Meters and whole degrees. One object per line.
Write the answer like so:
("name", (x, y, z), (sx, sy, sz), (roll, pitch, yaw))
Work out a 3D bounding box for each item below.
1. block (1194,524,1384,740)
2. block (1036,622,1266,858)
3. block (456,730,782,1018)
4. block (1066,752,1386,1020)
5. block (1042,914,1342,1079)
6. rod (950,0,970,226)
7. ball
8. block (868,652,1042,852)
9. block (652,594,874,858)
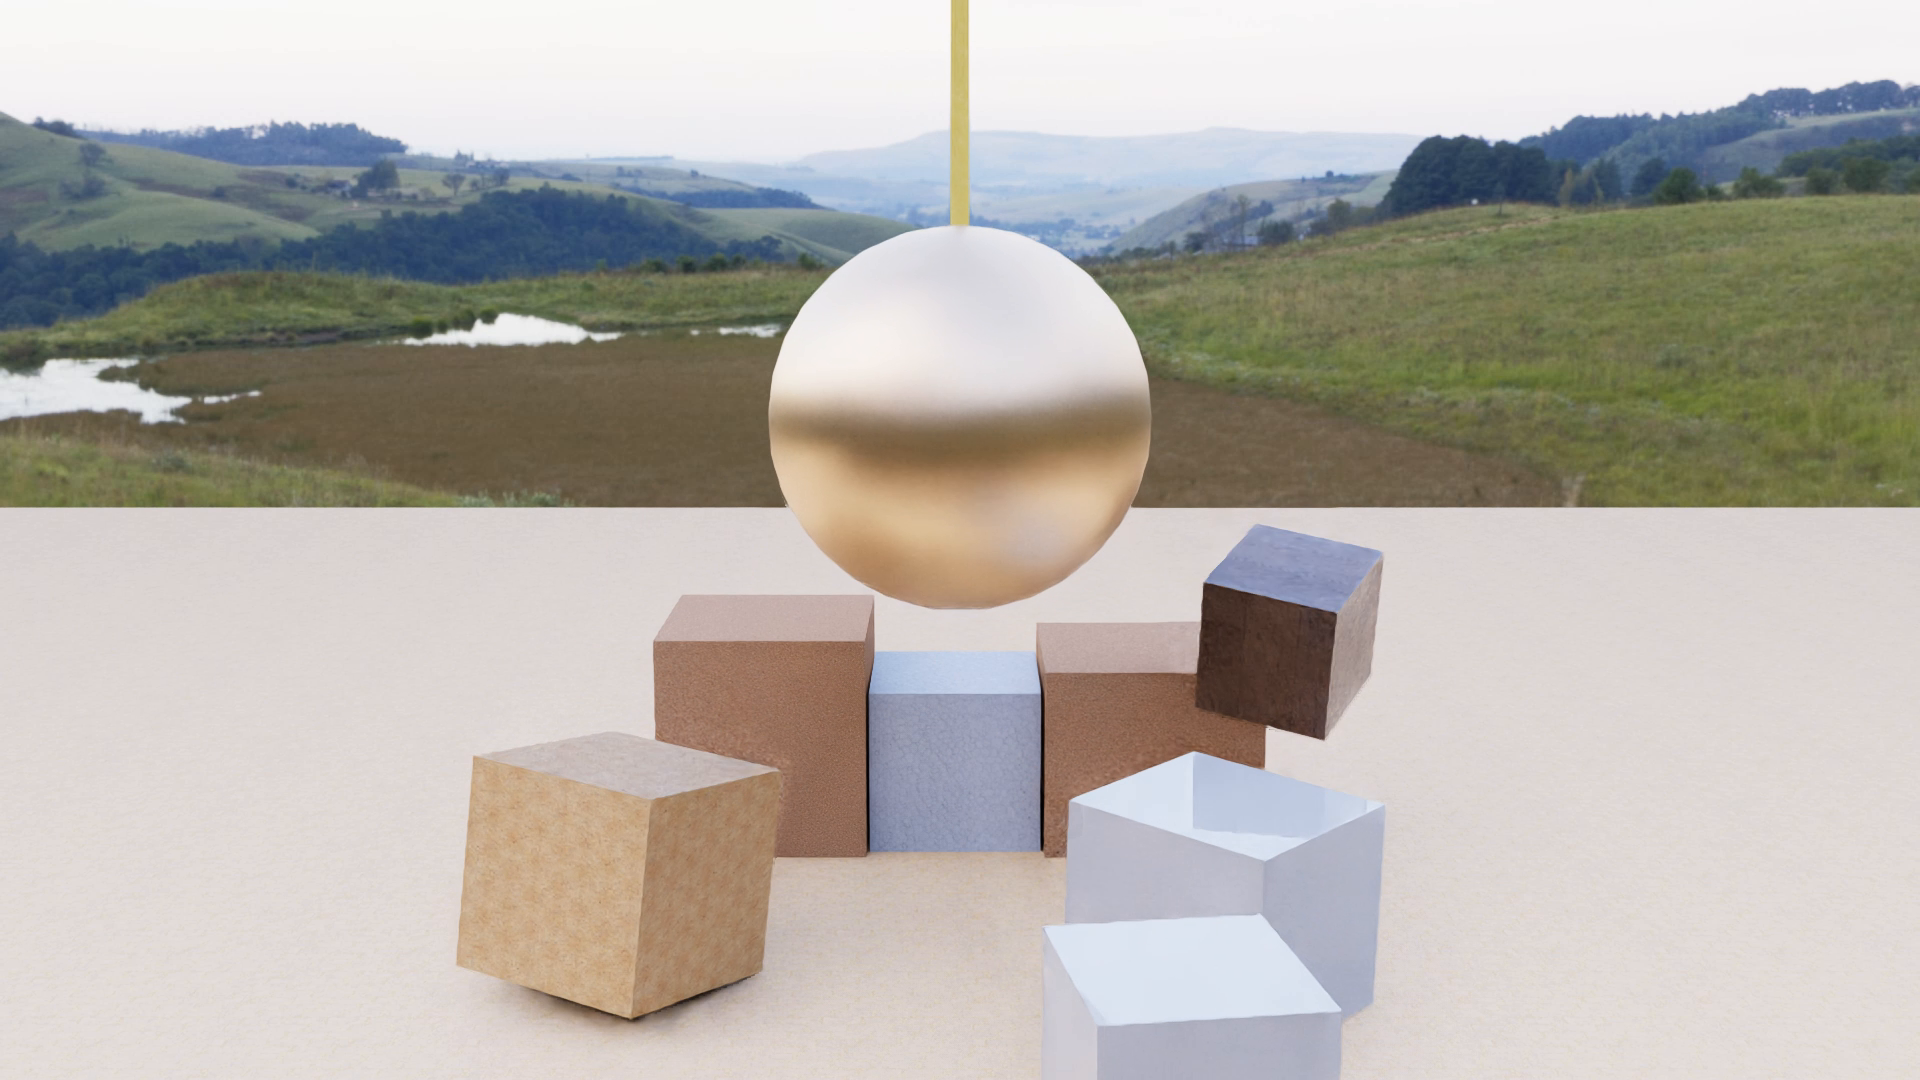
("block", (1.527, 0.414, 10.196), (0.628, 0.653, 0.688), (13, 29, 24))
("block", (0.956, 1.010, 11.370), (1.082, 0.944, 1.133), (0, 10, 0))
("block", (-1.416, 1.363, 9.196), (0.908, 0.881, 0.909), (9, 7, 29))
("block", (1.063, 1.469, 8.907), (0.943, 0.859, 0.852), (12, 17, 40))
("block", (0.752, 1.810, 7.429), (0.794, 0.780, 0.896), (-2, 10, -9))
("rod", (0.000, -3.870, 9.643), (0.080, 5.200, 0.080), (0, -8, 0))
("ball", (0.000, -0.504, 9.165), (1.600, 1.600, 1.600), (0, 10, 0))
("block", (-0.025, 1.077, 11.364), (0.852, 0.815, 0.911), (0, 10, 0))
("block", (-0.978, 0.934, 11.357), (1.032, 1.099, 1.114), (0, 10, 0))
